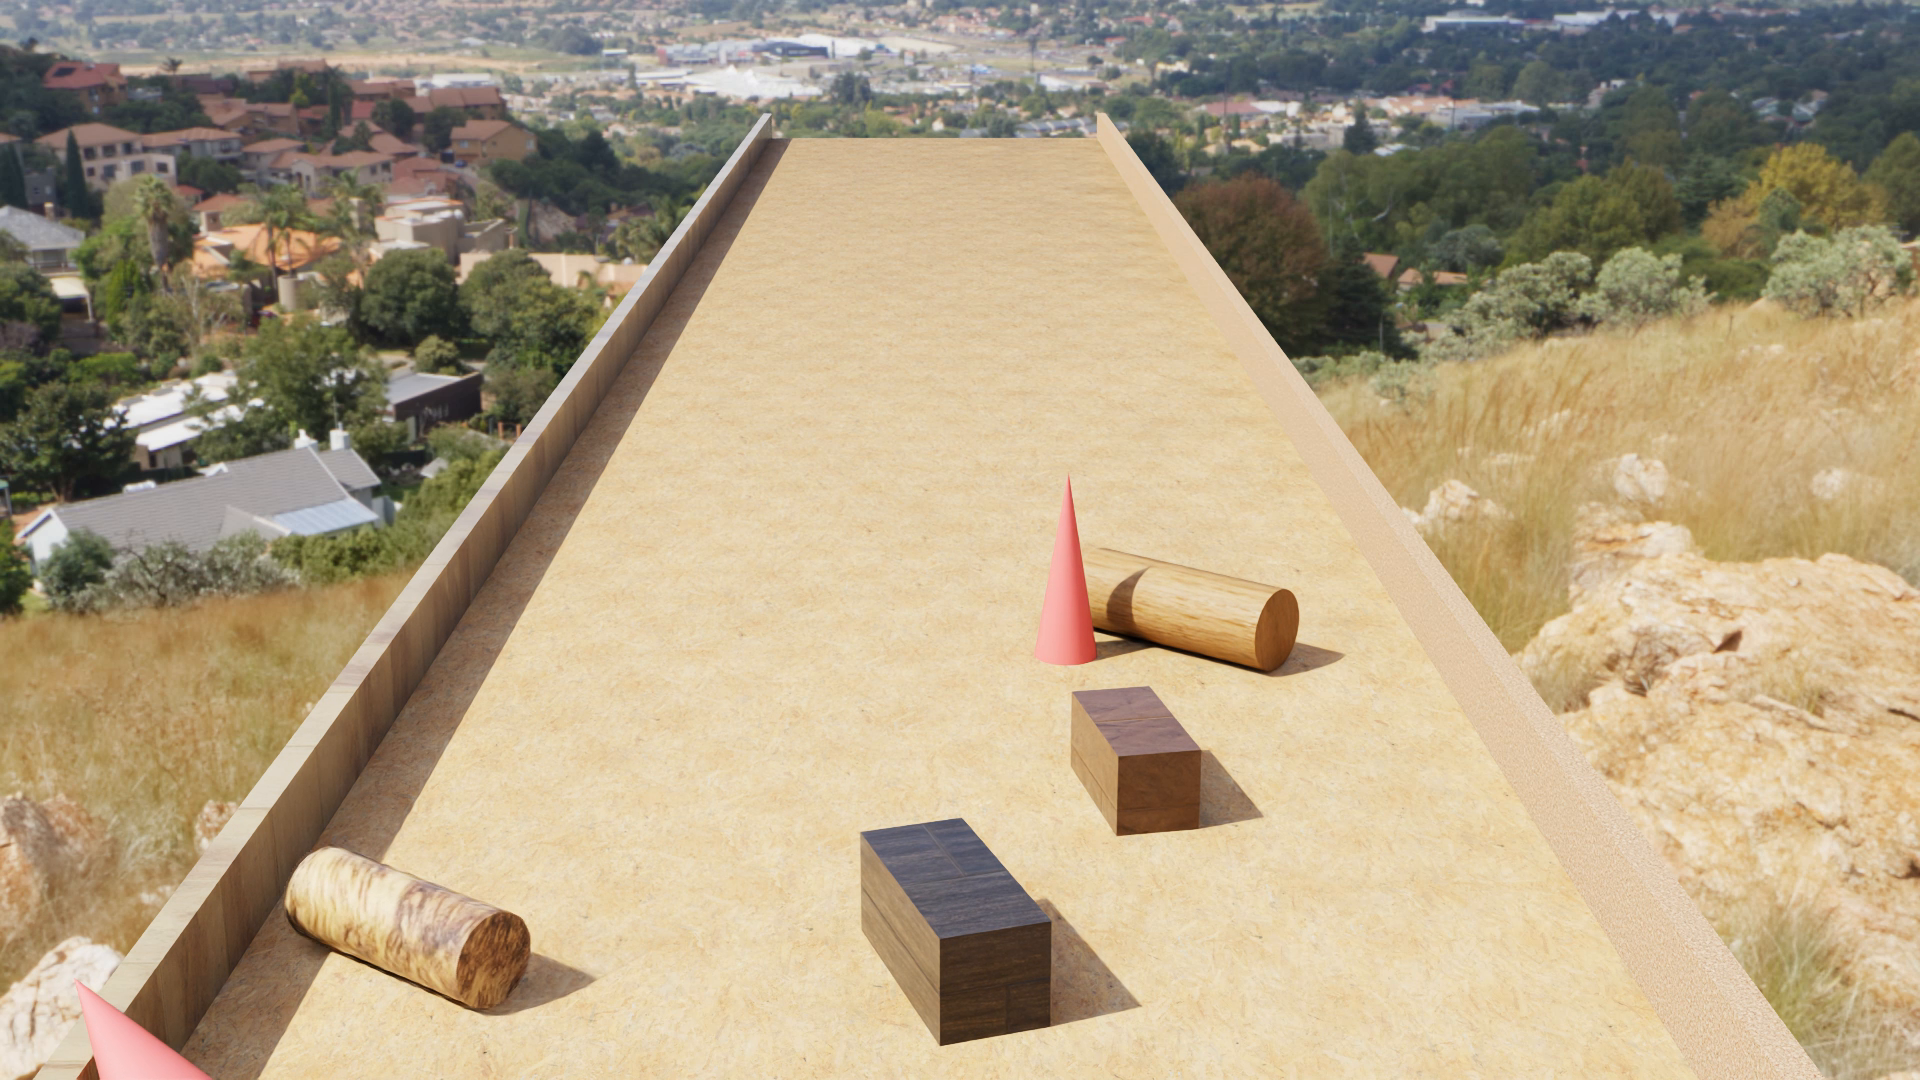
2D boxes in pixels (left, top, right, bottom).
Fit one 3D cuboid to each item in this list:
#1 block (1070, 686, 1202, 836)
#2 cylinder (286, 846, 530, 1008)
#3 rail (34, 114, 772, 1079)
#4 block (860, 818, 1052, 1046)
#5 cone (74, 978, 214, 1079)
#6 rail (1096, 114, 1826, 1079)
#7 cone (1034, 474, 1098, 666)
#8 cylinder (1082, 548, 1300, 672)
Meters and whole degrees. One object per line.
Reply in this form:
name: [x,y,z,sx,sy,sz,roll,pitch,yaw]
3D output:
block: [0.294,0.371,3.733,0.141,0.141,0.305,-3,17,-11]
cylinder: [-0.791,0.549,3.141,0.367,0.136,0.136,12,20,35]
rail: [-1.118,-0.838,7.780,0.050,0.150,12.000,0,17,-1]
block: [-0.012,0.546,3.112,0.159,0.159,0.363,-6,17,-18]
cone: [-0.967,0.632,2.596,0.180,0.180,0.381,-15,40,-41]
rail: [0.932,-0.844,7.801,0.050,0.150,12.000,0,17,-1]
cone: [0.214,0.048,4.392,0.128,0.384,0.128,0,17,0]
cylinder: [0.455,0.138,4.471,0.442,0.166,0.166,13,21,38]
